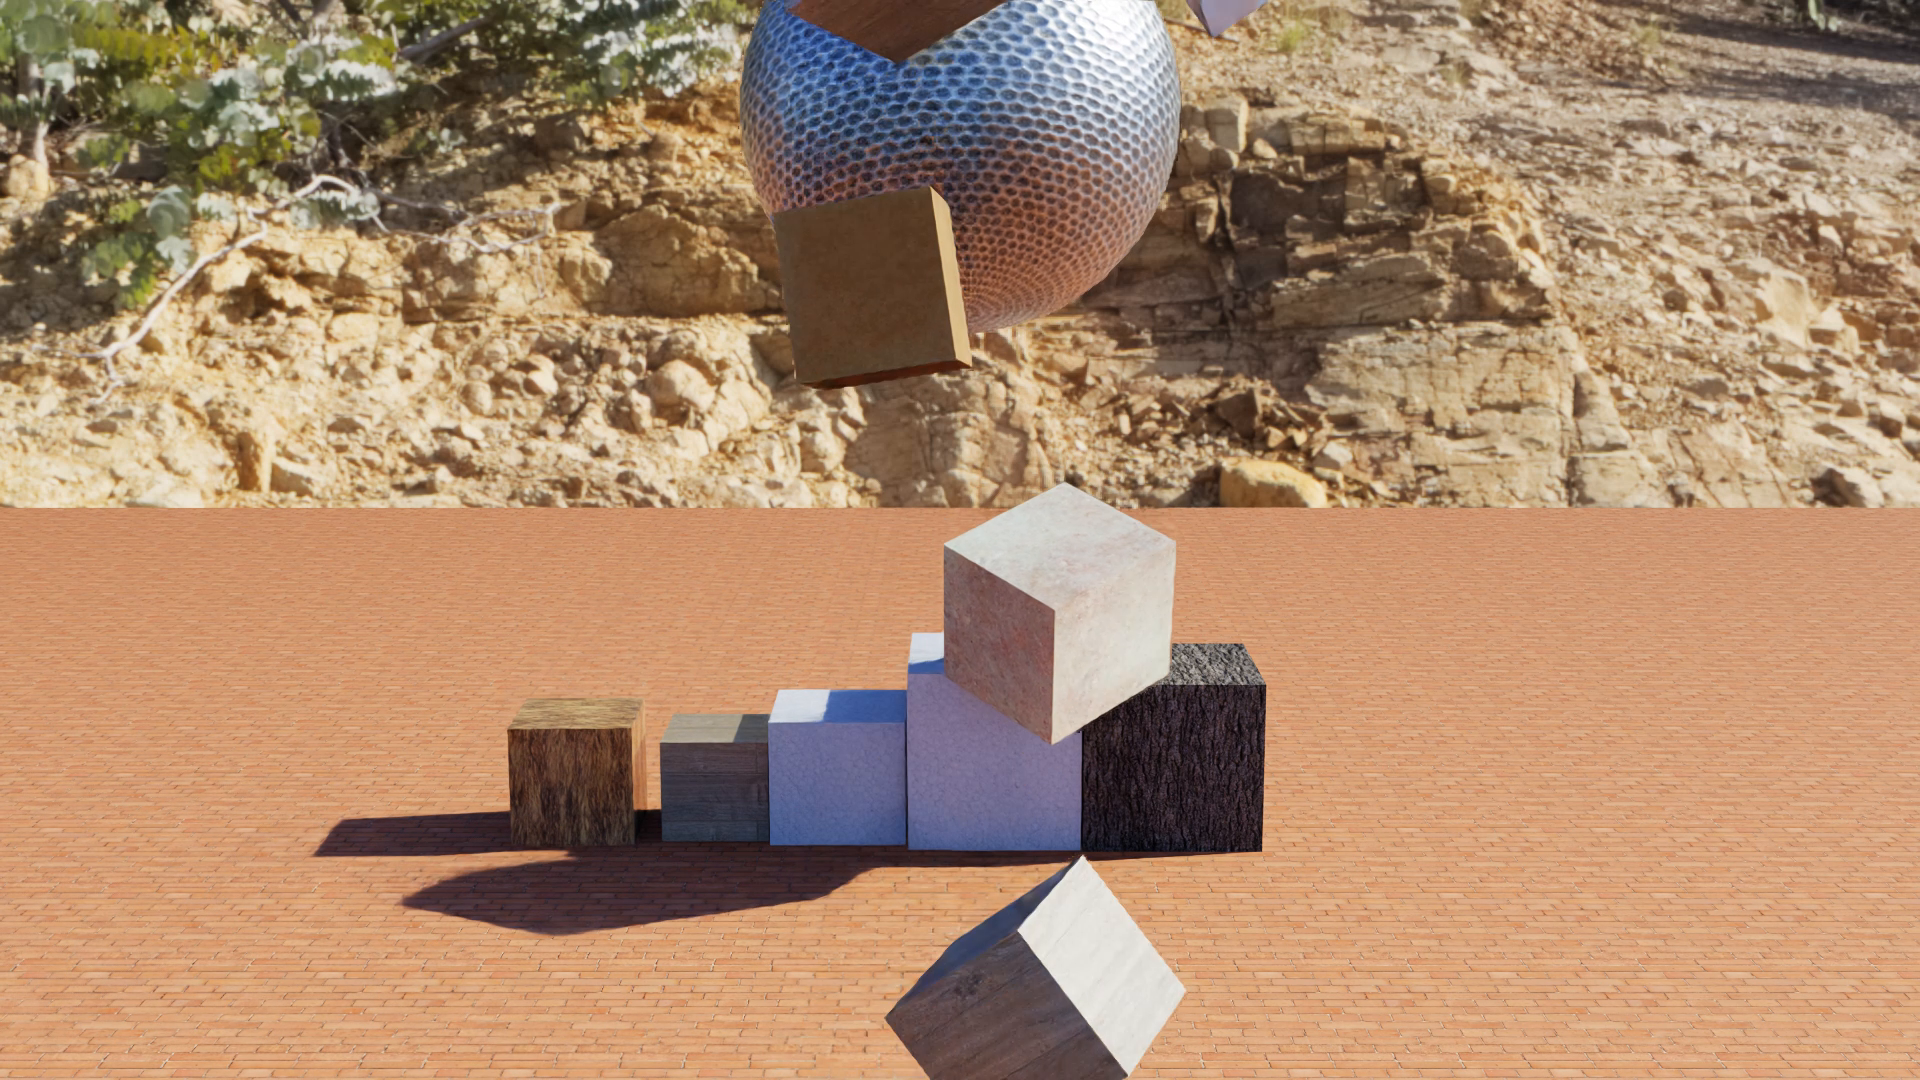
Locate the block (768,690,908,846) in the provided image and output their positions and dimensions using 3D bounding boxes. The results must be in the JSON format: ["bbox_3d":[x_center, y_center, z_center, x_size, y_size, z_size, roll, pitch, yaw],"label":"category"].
[{"bbox_3d":[-0.616,1.166,11.373,0.685,0.636,0.678,0,10,0],"label":"block"}]

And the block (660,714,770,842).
[{"bbox_3d":[-1.240,1.224,11.388,0.543,0.518,0.565,0,10,0],"label":"block"}]

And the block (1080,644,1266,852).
[{"bbox_3d":[1.063,1.055,11.368,0.899,0.858,0.911,0,10,0],"label":"block"}]

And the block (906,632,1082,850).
[{"bbox_3d":[0.176,1.026,11.380,0.867,0.910,0.910,0,10,1],"label":"block"}]

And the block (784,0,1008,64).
[{"bbox_3d":[-0.200,-1.976,6.839,0.605,0.633,0.596,-23,-17,29],"label":"block"}]

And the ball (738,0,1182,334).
[{"bbox_3d":[0.000,-1.554,7.988,1.600,1.600,1.600,0,10,0],"label":"ball"}]

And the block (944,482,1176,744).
[{"bbox_3d":[0.476,0.341,10.624,0.815,0.781,0.746,-27,42,-35],"label":"block"}]

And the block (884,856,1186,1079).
[{"bbox_3d":[0.254,1.525,7.228,0.623,0.567,0.580,-38,-2,29],"label":"block"}]

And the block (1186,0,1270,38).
[{"bbox_3d":[0.971,-2.207,8.403,0.304,0.373,0.315,-33,-20,6],"label":"block"}]

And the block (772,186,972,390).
[{"bbox_3d":[-0.235,-0.690,6.122,0.435,0.468,0.425,-8,1,7],"label":"block"}]

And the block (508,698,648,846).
[{"bbox_3d":[-1.961,1.187,11.339,0.617,0.609,0.615,0,10,-2],"label":"block"}]
